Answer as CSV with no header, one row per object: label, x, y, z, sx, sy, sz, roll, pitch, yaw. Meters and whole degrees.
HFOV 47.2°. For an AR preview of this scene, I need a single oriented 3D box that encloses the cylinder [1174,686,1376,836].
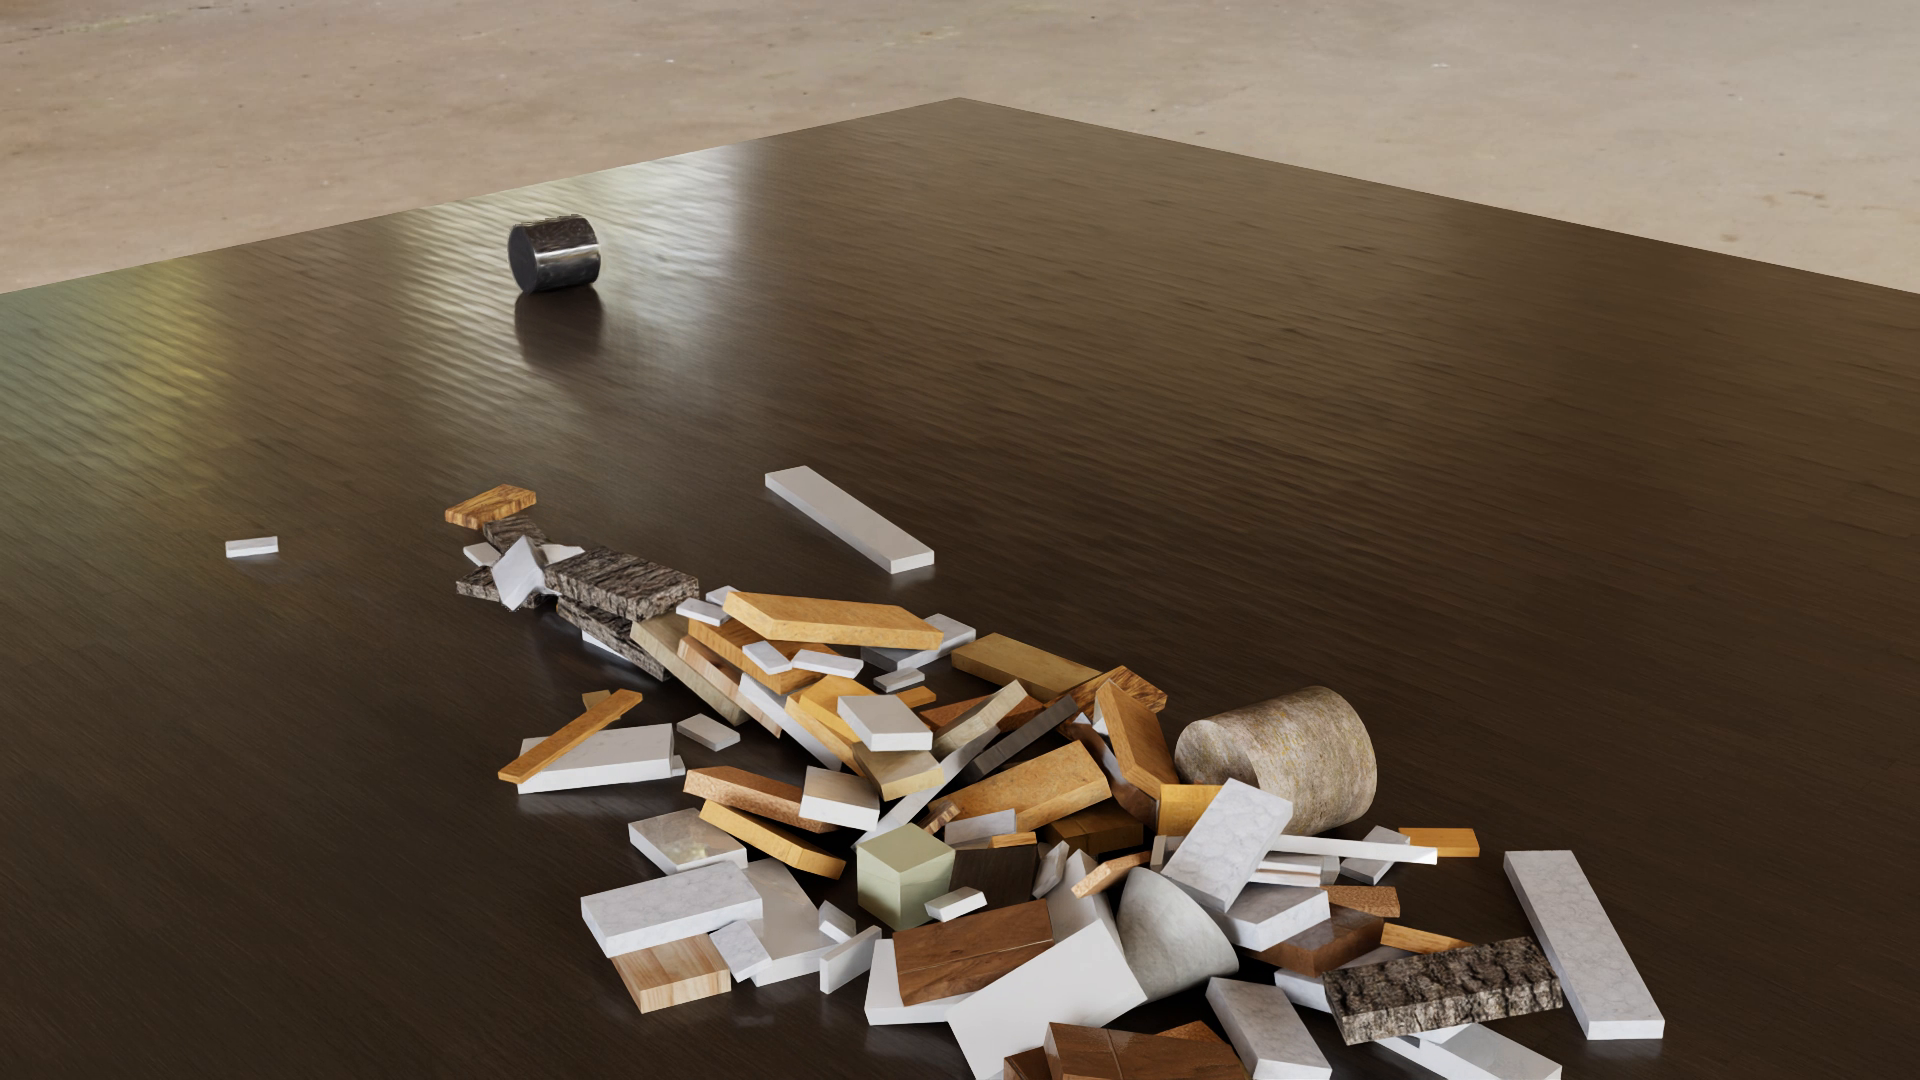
cylinder,0.619,0.456,4.327,0.281,0.281,0.281,-14,27,-29

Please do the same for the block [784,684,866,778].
block,-0.207,0.405,4.614,0.308,0.044,0.154,37,39,28

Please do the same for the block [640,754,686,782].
block,-0.640,0.479,4.610,0.118,0.017,0.059,-7,24,-16

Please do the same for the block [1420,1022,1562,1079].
block,0.875,0.856,3.631,0.103,0.029,0.205,-20,30,-39

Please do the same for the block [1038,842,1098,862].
block,0.204,0.619,4.279,0.121,0.017,0.060,7,24,17

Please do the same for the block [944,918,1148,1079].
block,0.141,0.773,3.652,0.307,0.043,0.153,-31,46,-1

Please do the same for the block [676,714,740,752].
block,-0.545,0.416,4.757,0.133,0.019,0.067,21,31,41

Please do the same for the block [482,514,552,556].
block,-1.147,0.001,5.716,0.120,0.034,0.239,-11,26,-25

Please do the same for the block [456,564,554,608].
block,-1.120,0.115,5.449,0.227,0.032,0.113,10,25,22

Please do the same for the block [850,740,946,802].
block,-0.126,0.445,4.380,0.125,0.035,0.250,-15,18,-13

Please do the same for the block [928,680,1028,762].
block,0.008,0.383,4.464,0.139,0.039,0.278,-38,1,-44

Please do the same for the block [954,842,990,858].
block,0.060,0.601,4.228,0.164,0.023,0.082,-9,-20,-5

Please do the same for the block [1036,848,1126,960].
block,0.192,0.709,3.882,0.050,0.177,0.354,40,14,-19

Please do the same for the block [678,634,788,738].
block,-0.450,0.298,4.842,0.326,0.046,0.163,36,39,26

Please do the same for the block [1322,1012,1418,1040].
block,0.731,0.800,3.770,0.103,0.029,0.205,-20,16,-39

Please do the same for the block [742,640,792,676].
block,-0.411,0.251,4.687,0.055,0.016,0.111,-13,32,-33

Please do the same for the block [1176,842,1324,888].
block,0.525,0.589,3.995,0.263,0.037,0.131,3,2,12

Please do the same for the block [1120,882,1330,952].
block,0.475,0.653,3.973,0.177,0.050,0.354,-17,14,-36

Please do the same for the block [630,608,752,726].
block,-0.554,0.267,4.925,0.354,0.050,0.177,37,39,26

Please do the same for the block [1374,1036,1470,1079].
block,0.814,0.854,3.710,0.103,0.029,0.205,-21,31,-40

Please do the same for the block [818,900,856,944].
block,-0.222,0.698,3.993,0.069,0.020,0.138,35,3,-6

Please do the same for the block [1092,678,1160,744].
block,0.349,0.388,4.605,0.148,0.042,0.295,42,11,-3

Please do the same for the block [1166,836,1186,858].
block,0.490,0.599,4.184,0.210,0.105,0.030,-4,53,8

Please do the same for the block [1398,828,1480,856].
block,0.942,0.595,4.331,0.146,0.021,0.073,1,23,1

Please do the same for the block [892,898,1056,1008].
block,0.027,0.710,3.787,0.274,0.039,0.137,-13,37,2

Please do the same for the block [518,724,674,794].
block,-0.760,0.456,4.598,0.314,0.044,0.157,-6,23,-2

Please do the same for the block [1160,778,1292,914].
block,0.479,0.545,3.939,0.129,0.036,0.257,20,48,28

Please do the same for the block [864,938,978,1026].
block,-0.002,0.757,3.804,0.308,0.044,0.154,-5,38,12

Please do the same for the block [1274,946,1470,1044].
block,0.730,0.762,3.755,0.175,0.050,0.351,-20,16,-38

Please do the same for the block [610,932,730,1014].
block,-0.548,0.730,3.981,0.164,0.047,0.329,-10,25,-23

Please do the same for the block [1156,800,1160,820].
block,0.412,0.562,4.280,0.061,0.122,0.017,-1,23,-2

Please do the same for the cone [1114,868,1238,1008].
cone,0.304,0.754,3.836,0.258,0.258,0.258,-42,40,-20

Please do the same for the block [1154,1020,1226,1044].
block,0.377,0.849,3.695,0.132,0.019,0.066,-7,32,-39

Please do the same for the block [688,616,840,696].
block,-0.429,0.228,4.801,0.163,0.046,0.326,-18,35,-39

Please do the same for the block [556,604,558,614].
block,-0.862,0.173,5.185,0.172,0.024,0.086,20,30,36

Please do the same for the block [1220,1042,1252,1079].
block,0.328,0.925,3.517,0.354,0.050,0.177,-13,26,-28

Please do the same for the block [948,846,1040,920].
block,0.052,0.679,3.974,0.154,0.044,0.308,-5,35,13

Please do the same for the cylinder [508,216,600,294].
cylinder,-1.449,-1.017,7.849,0.241,0.241,0.241,-15,27,-32

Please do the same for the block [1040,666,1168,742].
block,0.315,0.365,4.816,0.134,0.038,0.268,33,38,33

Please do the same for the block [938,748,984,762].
block,-0.004,0.450,4.680,0.105,0.015,0.053,-4,23,-9

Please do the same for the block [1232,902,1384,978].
block,0.573,0.694,3.951,0.176,0.050,0.351,-16,13,-34

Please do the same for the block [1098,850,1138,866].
block,0.271,0.621,4.156,0.076,0.021,0.151,-13,-12,-28

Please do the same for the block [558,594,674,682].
block,-0.743,0.197,5.075,0.354,0.050,0.177,29,35,30

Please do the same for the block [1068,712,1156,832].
block,0.340,0.482,4.432,0.167,0.047,0.335,39,7,-27

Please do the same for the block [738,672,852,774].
block,-0.305,0.369,4.712,0.163,0.046,0.326,-21,47,-42

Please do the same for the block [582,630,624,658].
block,-0.800,0.234,5.178,0.172,0.024,0.086,19,30,38

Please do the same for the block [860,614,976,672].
block,-0.097,0.243,5.143,0.251,0.036,0.126,-21,31,-40

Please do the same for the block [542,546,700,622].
block,-0.784,0.099,5.075,0.354,0.050,0.177,16,28,42

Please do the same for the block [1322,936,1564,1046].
block,0.785,0.735,3.598,0.351,0.050,0.175,-10,12,1
